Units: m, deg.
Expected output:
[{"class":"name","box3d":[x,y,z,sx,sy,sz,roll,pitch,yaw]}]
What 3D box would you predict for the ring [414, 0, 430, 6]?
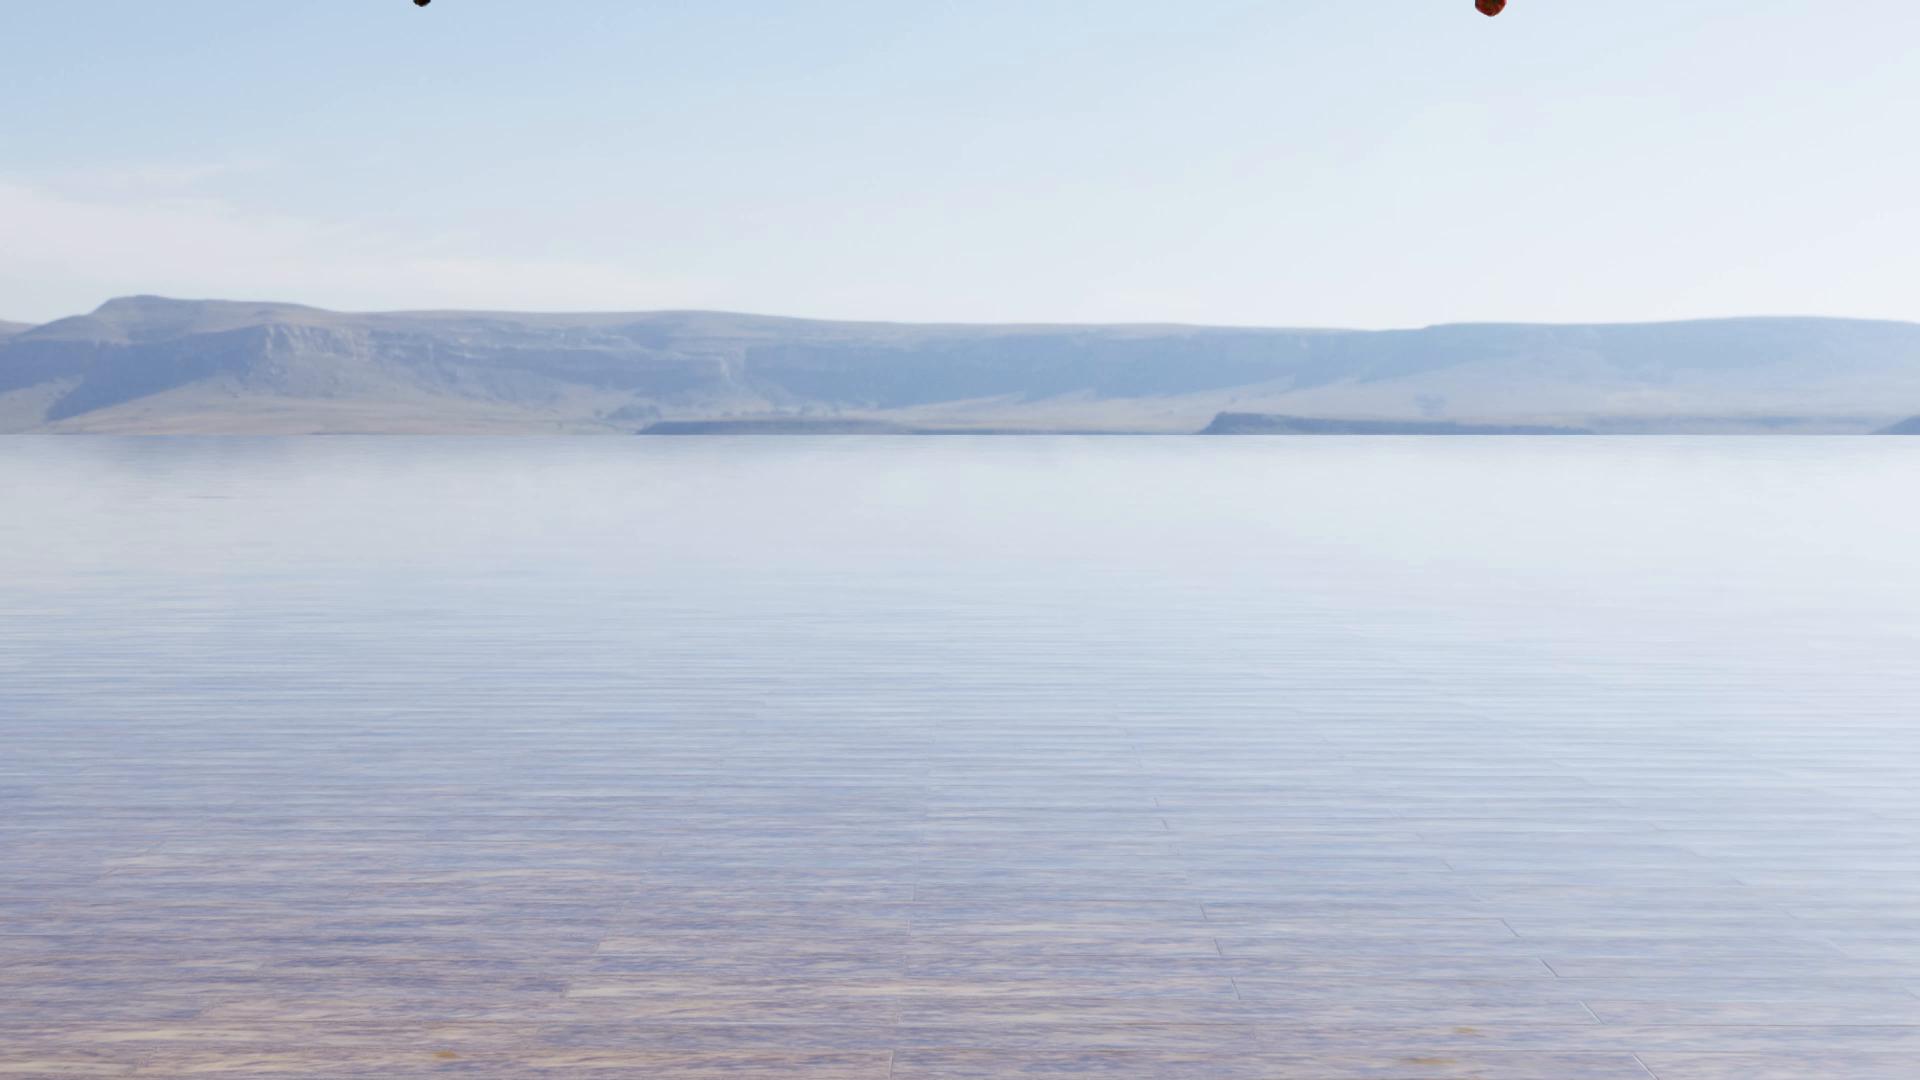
[{"class":"ring","box3d":[-1.784,-1.847,7.191,0.064,0.208,0.173,-23,32,-19]}]
